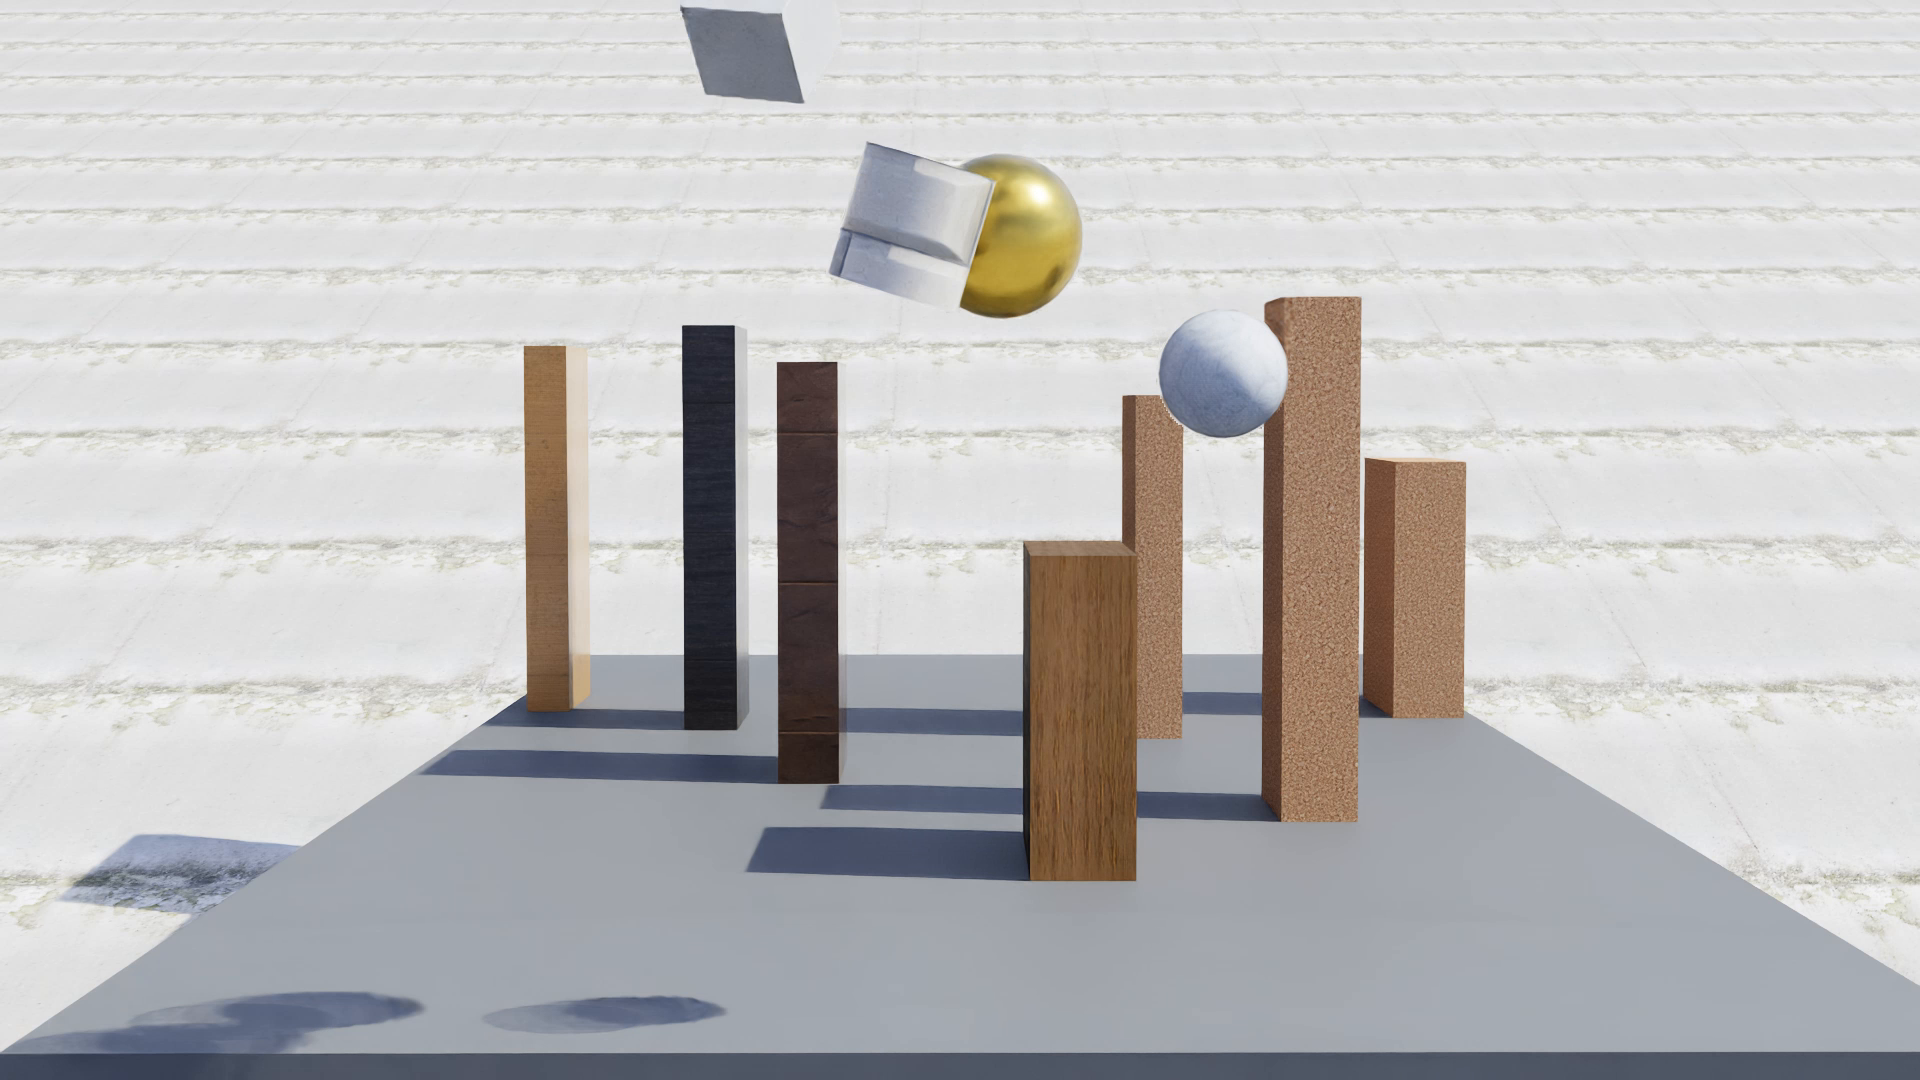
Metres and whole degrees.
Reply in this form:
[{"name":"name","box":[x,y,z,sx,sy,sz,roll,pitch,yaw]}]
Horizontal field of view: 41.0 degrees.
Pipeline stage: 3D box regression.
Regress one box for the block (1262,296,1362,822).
[{"name":"block","box":[0.548,0.024,4.026,0.116,0.799,0.255,0,3,0]}]

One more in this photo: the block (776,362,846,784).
[{"name":"block","box":[-0.254,0.048,4.451,0.102,0.707,0.316,0,3,0]}]

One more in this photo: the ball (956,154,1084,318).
[{"name":"ball","box":[0.041,-0.301,2.544,0.163,0.163,0.163,0,21,0]}]

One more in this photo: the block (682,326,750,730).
[{"name":"block","box":[-0.487,-0.030,5.143,0.103,0.789,0.297,0,3,0]}]

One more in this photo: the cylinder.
[{"name":"cylinder","box":[-0.045,-0.293,2.412,0.127,0.127,0.127,17,6,-2]}]

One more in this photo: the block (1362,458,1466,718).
[{"name":"block","box":[0.948,0.091,5.384,0.143,0.519,0.392,0,3,0]}]

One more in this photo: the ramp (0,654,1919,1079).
[{"name":"ramp","box":[0.049,0.447,4.532,2.000,0.100,4.000,0,3,0]}]

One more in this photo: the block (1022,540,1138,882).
[{"name":"block","box":[0.164,0.229,3.611,0.142,0.436,0.372,0,3,0]}]

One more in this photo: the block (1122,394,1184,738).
[{"name":"block","box":[0.377,0.041,5.067,0.090,0.653,0.395,0,3,0]}]

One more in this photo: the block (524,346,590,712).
[{"name":"block","box":[-0.854,-0.031,5.458,0.088,0.756,0.308,0,3,0]}]

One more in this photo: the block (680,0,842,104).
[{"name":"block","box":[-0.209,-0.549,2.723,0.116,0.116,0.116,8,51,19]}]

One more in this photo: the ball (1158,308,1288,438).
[{"name":"ball","box":[0.263,-0.166,2.568,0.129,0.129,0.129,0,21,0]}]
